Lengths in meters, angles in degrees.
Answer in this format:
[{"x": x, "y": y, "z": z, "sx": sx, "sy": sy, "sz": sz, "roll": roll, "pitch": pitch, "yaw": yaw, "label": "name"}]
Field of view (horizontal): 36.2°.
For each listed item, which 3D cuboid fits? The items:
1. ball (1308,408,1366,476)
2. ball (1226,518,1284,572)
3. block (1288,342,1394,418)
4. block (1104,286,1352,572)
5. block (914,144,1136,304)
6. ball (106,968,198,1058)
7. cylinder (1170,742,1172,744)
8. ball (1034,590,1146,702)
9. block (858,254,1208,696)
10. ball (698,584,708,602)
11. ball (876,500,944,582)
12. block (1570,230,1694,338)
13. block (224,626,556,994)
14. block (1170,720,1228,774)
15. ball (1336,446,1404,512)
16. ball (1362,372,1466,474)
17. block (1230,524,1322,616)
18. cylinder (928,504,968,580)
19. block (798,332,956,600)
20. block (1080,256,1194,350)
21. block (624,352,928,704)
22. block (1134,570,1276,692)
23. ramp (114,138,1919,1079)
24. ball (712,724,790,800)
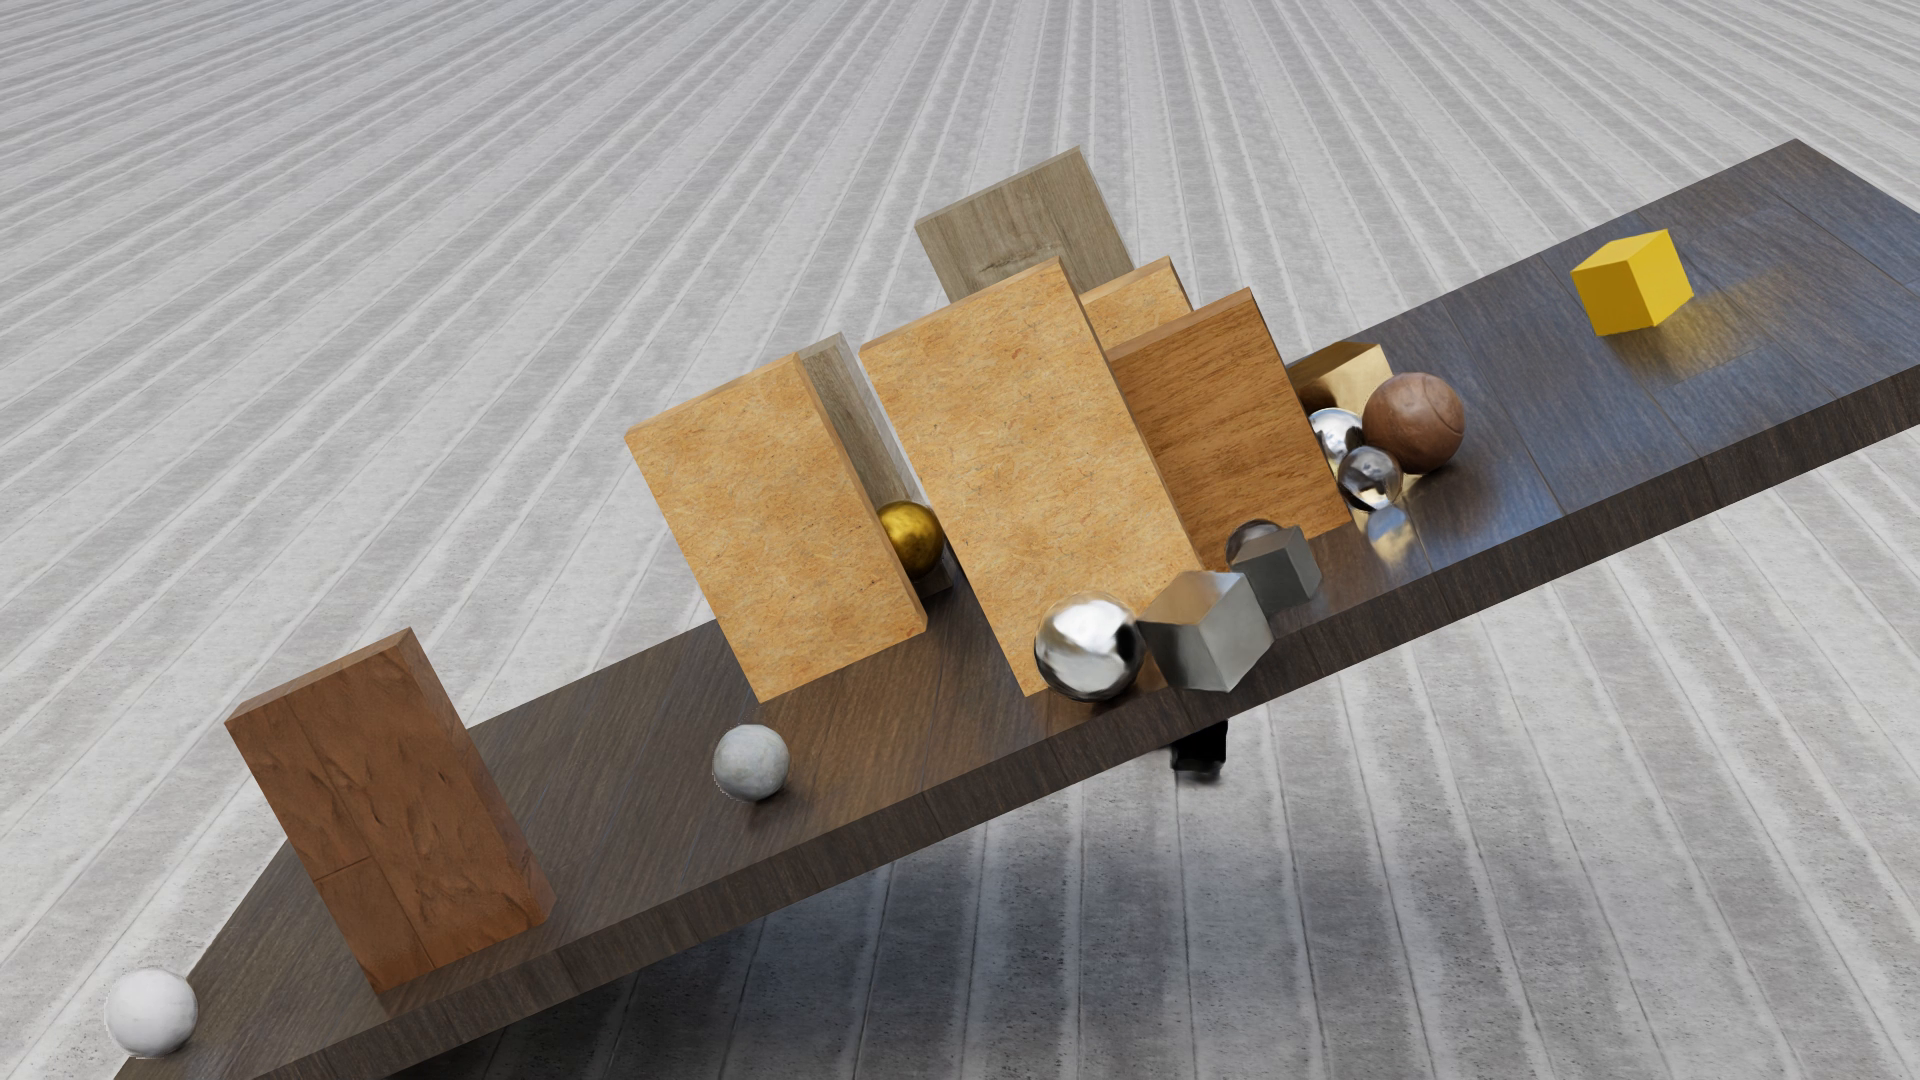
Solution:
[{"x": 0.745, "y": -0.177, "z": 5.866, "sx": 0.173, "sy": 0.173, "sz": 0.173, "roll": 0, "pitch": 16, "yaw": 0, "label": "ball"}, {"x": 0.563, "y": 0.025, "z": 5.529, "sx": 0.129, "sy": 0.129, "sz": 0.129, "roll": 0, "pitch": 16, "yaw": 0, "label": "ball"}, {"x": 0.784, "y": -0.275, "z": 6.109, "sx": 0.201, "sy": 0.201, "sz": 0.201, "roll": -29, "pitch": 13, "yaw": -13, "label": "block"}, {"x": 0.485, "y": -0.188, "z": 5.721, "sx": 0.386, "sy": 0.480, "sz": 0.126, "roll": -24, "pitch": 13, "yaw": 9, "label": "block"}, {"x": 0.237, "y": -0.534, "z": 7.047, "sx": 0.431, "sy": 0.698, "sz": 0.098, "roll": -24, "pitch": 13, "yaw": 9, "label": "block"}, {"x": -1.636, "y": 0.957, "z": 5.957, "sx": 0.180, "sy": 0.180, "sz": 0.180, "roll": 0, "pitch": 16, "yaw": 0, "label": "ball"}, {"x": 0.583, "y": 0.483, "z": 8.171, "sx": 0.170, "sy": 0.170, "sz": 0.170, "roll": -1, "pitch": 16, "yaw": -5, "label": "cylinder"}, {"x": 0.235, "y": 0.193, "z": 5.330, "sx": 0.203, "sy": 0.203, "sz": 0.203, "roll": 0, "pitch": 16, "yaw": 0, "label": "ball"}, {"x": 0.154, "y": -0.115, "z": 5.506, "sx": 0.407, "sy": 0.731, "sz": 0.083, "roll": -24, "pitch": 13, "yaw": 9, "label": "block"}, {"x": -0.552, "y": 0.087, "z": 7.251, "sx": 0.193, "sy": 0.193, "sz": 0.193, "roll": 0, "pitch": 16, "yaw": 0, "label": "ball"}, {"x": -0.124, "y": 0.003, "z": 6.488, "sx": 0.180, "sy": 0.180, "sz": 0.180, "roll": 0, "pitch": 16, "yaw": 0, "label": "ball"}, {"x": 1.386, "y": -0.529, "z": 6.068, "sx": 0.151, "sy": 0.151, "sz": 0.151, "roll": -35, "pitch": 16, "yaw": -35, "label": "block"}, {"x": -1.090, "y": 0.523, "z": 5.653, "sx": 0.374, "sy": 0.611, "sz": 0.117, "roll": -24, "pitch": 13, "yaw": 9, "label": "block"}, {"x": 0.643, "y": 0.544, "z": 7.913, "sx": 0.130, "sy": 0.130, "sz": 0.130, "roll": 5, "pitch": -18, "yaw": -2, "label": "block"}, {"x": 0.789, "y": -0.119, "z": 5.661, "sx": 0.127, "sy": 0.127, "sz": 0.127, "roll": 0, "pitch": 16, "yaw": 0, "label": "ball"}, {"x": 0.885, "y": -0.228, "z": 5.739, "sx": 0.200, "sy": 0.200, "sz": 0.200, "roll": 0, "pitch": 16, "yaw": 0, "label": "ball"}, {"x": 0.581, "y": 0.058, "z": 5.398, "sx": 0.112, "sy": 0.112, "sz": 0.112, "roll": -19, "pitch": 15, "yaw": 26, "label": "block"}, {"x": 0.054, "y": -0.036, "z": 6.596, "sx": 0.186, "sy": 0.186, "sz": 0.186, "roll": -27, "pitch": 19, "yaw": -4, "label": "cylinder"}, {"x": -0.262, "y": -0.130, "z": 6.628, "sx": 0.270, "sy": 0.606, "sz": 0.149, "roll": -24, "pitch": 13, "yaw": 9, "label": "block"}, {"x": 0.429, "y": -0.383, "z": 6.692, "sx": 0.295, "sy": 0.429, "sz": 0.145, "roll": -24, "pitch": 13, "yaw": 9, "label": "block"}, {"x": -0.393, "y": -0.024, "z": 6.352, "sx": 0.401, "sy": 0.657, "sz": 0.094, "roll": -24, "pitch": 13, "yaw": 9, "label": "block"}, {"x": 0.435, "y": 0.160, "z": 5.209, "sx": 0.148, "sy": 0.148, "sz": 0.148, "roll": 3, "pitch": 39, "yaw": 48, "label": "block"}, {"x": 0.135, "y": 0.169, "z": 6.282, "sx": 4.000, "sy": 0.100, "sz": 2.000, "roll": -24, "pitch": 13, "yaw": 9, "label": "ramp"}, {"x": -0.406, "y": 0.433, "z": 5.732, "sx": 0.150, "sy": 0.150, "sz": 0.150, "roll": 0, "pitch": 16, "yaw": 0, "label": "ball"}]
